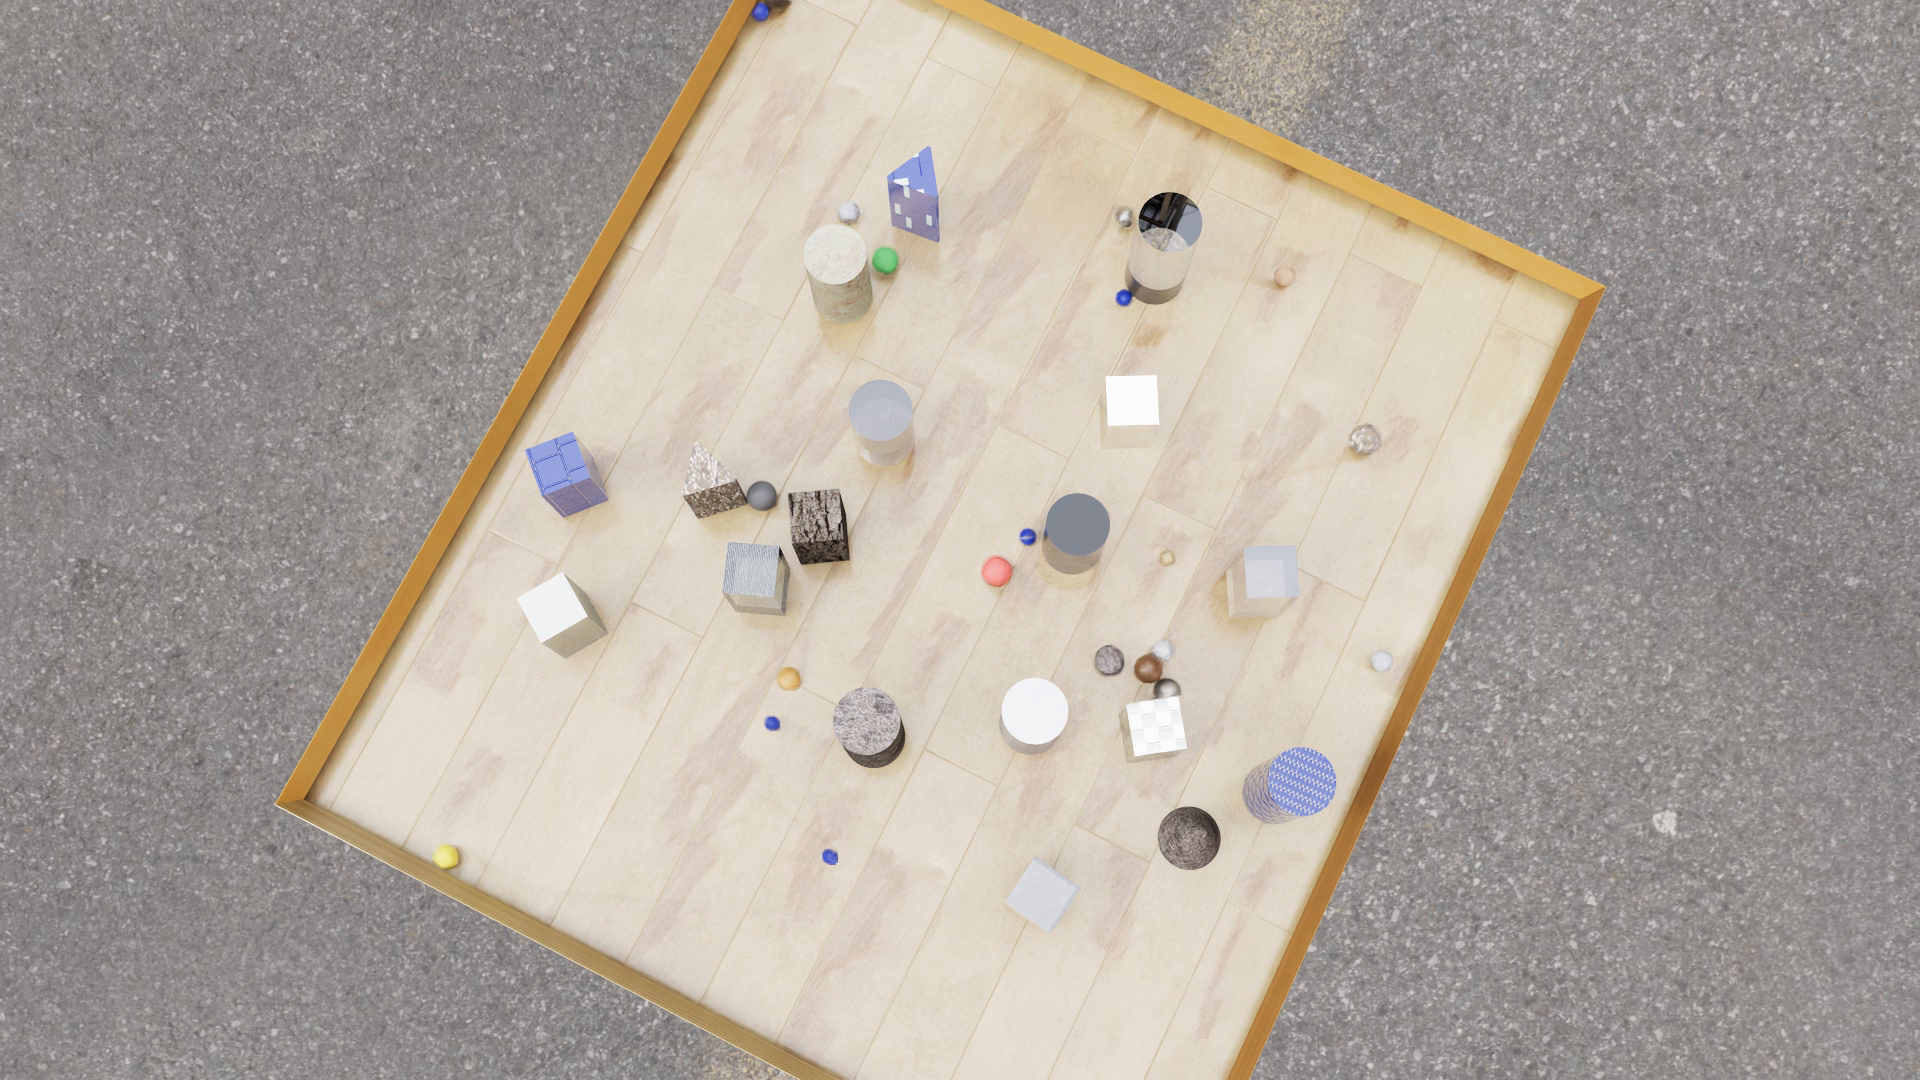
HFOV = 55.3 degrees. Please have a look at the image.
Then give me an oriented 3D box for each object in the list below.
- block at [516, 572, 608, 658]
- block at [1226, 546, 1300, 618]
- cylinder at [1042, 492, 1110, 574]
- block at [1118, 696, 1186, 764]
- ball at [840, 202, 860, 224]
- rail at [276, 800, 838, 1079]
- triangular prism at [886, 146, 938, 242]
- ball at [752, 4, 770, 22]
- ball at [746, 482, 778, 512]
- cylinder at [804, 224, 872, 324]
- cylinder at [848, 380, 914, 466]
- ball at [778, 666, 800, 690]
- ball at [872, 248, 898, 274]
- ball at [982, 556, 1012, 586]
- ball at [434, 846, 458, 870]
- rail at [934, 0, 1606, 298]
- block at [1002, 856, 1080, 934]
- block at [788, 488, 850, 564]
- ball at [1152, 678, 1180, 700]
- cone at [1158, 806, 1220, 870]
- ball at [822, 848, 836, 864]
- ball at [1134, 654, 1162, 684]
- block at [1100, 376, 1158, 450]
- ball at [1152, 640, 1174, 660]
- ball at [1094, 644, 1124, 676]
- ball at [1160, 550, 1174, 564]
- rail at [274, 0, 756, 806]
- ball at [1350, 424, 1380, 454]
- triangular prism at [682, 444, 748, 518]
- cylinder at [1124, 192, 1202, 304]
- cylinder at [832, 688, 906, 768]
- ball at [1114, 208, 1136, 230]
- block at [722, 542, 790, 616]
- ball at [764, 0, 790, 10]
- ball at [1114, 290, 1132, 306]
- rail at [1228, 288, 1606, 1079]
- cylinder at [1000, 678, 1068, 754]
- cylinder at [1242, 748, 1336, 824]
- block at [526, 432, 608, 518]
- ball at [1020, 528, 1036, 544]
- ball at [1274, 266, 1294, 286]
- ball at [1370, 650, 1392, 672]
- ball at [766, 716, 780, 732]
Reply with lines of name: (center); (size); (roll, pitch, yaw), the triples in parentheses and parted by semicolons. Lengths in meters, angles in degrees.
block: (-1.168, 0.226, 5.404); (0.150, 0.325, 0.150); (-30, 80, -6)
block: (0.890, 0.127, 5.409); (0.150, 0.356, 0.150); (-2, 78, 0)
cylinder: (0.343, -0.016, 5.468); (0.187, 0.296, 0.187); (0, 78, 0)
block: (0.561, 0.559, 5.363); (0.150, 0.270, 0.150); (-8, 78, -2)
ball: (-0.349, -1.036, 5.797); (0.066, 0.066, 0.066); (0, 78, 0)
rail: (-0.706, 1.389, 5.266); (2.859, 0.122, 0.045); (26, 80, 5)
triangular prism: (-0.117, -1.076, 5.649); (0.162, 0.372, 0.141); (21, 79, 4)
ball: (-0.647, -1.710, 5.941); (0.057, 0.057, 0.057); (0, 78, 0)
ball: (-0.605, -0.133, 5.596); (0.093, 0.093, 0.093); (0, 78, 0)
cylinder: (-0.369, -0.808, 5.597); (0.187, 0.365, 0.187); (0, 78, 0)
cylinder: (-0.233, -0.350, 5.531); (0.187, 0.309, 0.187); (0, 78, 0)
ball: (-0.513, 0.414, 5.495); (0.070, 0.070, 0.070); (0, 78, 0)
ball: (-0.237, -0.877, 5.755); (0.083, 0.083, 0.083); (0, 78, 0)
ball: (0.113, 0.096, 5.550); (0.090, 0.090, 0.090); (0, 78, 0)
ball: (-1.509, 0.933, 5.388); (0.069, 0.069, 0.069); (0, 78, 0)
rail: (0.706, -1.376, 5.838); (2.859, 0.122, 0.045); (26, 80, 5)
block: (0.228, 1.012, 5.216); (0.150, 0.374, 0.150); (34, 80, 7)
block: (-0.418, -0.037, 5.458); (0.150, 0.325, 0.150); (-5, 78, -1)
ball: (0.618, 0.454, 5.480); (0.083, 0.083, 0.083); (0, 78, 0)
cone: (0.679, 0.844, 5.237); (0.187, 0.401, 0.187); (0, 78, 0)
ball: (-0.385, 0.932, 5.401); (0.045, 0.045, 0.045); (0, 78, 0)
ball: (0.564, 0.387, 5.492); (0.087, 0.087, 0.087); (0, 78, 0)
block: (0.510, -0.384, 5.553); (0.150, 0.279, 0.150); (-1, 78, 0)
ball: (0.611, 0.331, 5.515); (0.065, 0.065, 0.065); (0, 78, 0)
ball: (0.448, 0.361, 5.494); (0.093, 0.093, 0.093); (0, 78, 0)
ball: (0.631, 0.053, 5.582); (0.046, 0.046, 0.046); (0, 78, 0)
rail: (-1.258, -0.609, 5.679); (0.045, 0.122, 3.203); (26, 80, 5)
ball: (1.244, -0.309, 5.632); (0.094, 0.094, 0.094); (0, 78, 0)
triangular prism: (-0.750, -0.187, 5.493); (0.162, 0.317, 0.141); (-17, 79, -3)
cylinder: (0.613, -0.879, 5.562); (0.187, 0.462, 0.187); (0, 78, 0)
cylinder: (-0.257, 0.544, 5.272); (0.187, 0.454, 0.187); (0, 78, 0)
ball: (0.520, -1.015, 5.791); (0.069, 0.069, 0.069); (0, 78, 0)
block: (-0.600, 0.118, 5.421); (0.150, 0.335, 0.150); (5, 78, 1)
ball: (-0.594, -1.761, 5.934); (0.091, 0.091, 0.091); (0, 78, 0)
ball: (0.512, -0.760, 5.747); (0.052, 0.052, 0.052); (0, 78, 0)
rail: (1.258, 0.622, 5.425); (0.045, 0.122, 3.203); (26, 80, 5)
cylinder: (0.211, 0.517, 5.333); (0.187, 0.345, 0.187); (0, 78, 0)
cylinder: (0.935, 0.706, 5.231); (0.187, 0.468, 0.187); (0, 78, 0)
block: (-1.178, -0.193, 5.505); (0.150, 0.296, 0.150); (-22, 79, -4)
ball: (0.208, -0.012, 5.592); (0.053, 0.053, 0.053); (0, 78, 0)
ball: (1.018, -0.829, 5.756); (0.062, 0.062, 0.062); (0, 78, 0)
ball: (1.265, 0.363, 5.508); (0.066, 0.066, 0.066); (0, 78, 0)
ball: (-0.559, 0.550, 5.479); (0.046, 0.046, 0.046); (0, 78, 0)
